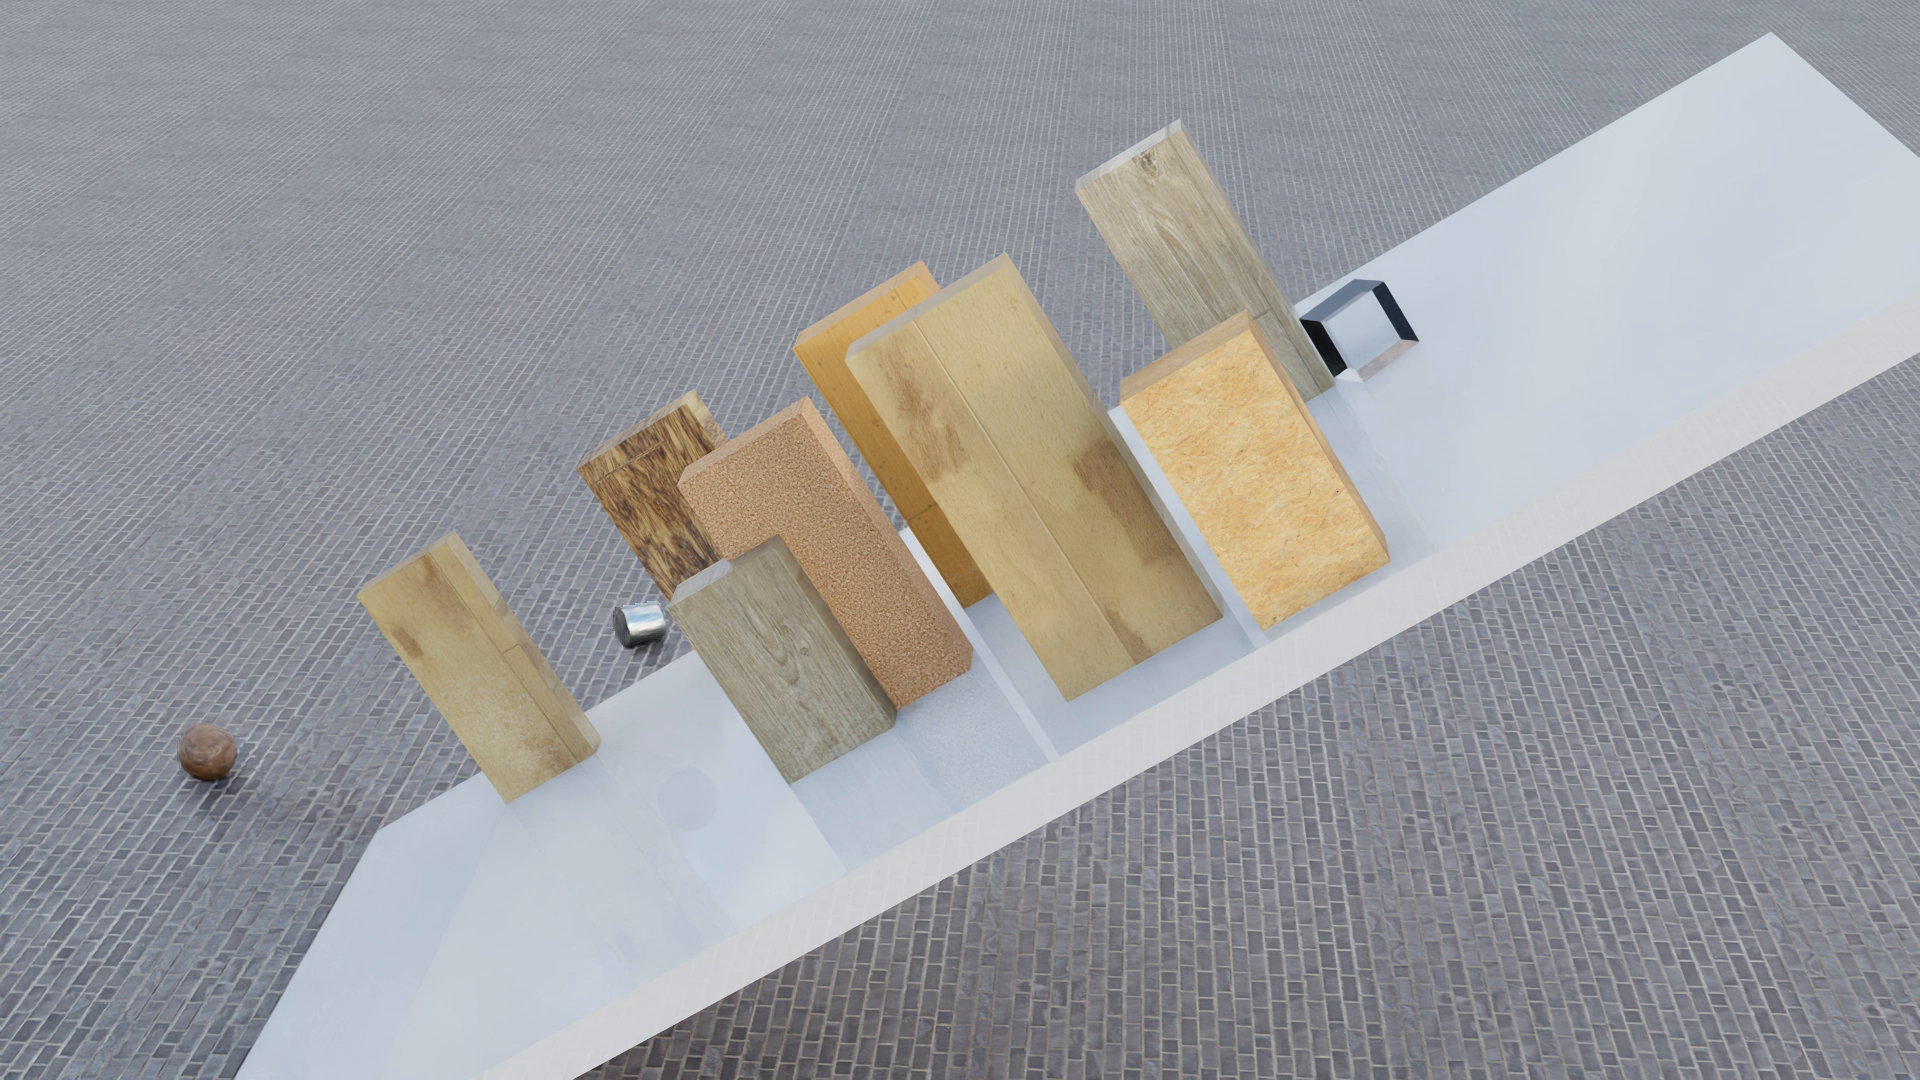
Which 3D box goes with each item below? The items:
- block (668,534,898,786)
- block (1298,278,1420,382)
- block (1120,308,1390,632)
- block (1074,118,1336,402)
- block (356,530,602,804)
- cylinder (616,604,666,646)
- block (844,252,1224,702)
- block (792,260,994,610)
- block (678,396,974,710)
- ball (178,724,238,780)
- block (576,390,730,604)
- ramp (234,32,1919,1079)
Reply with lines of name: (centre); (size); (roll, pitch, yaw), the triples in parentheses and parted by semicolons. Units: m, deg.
block: (-0.358, 0.236, 6.030); (0.259, 0.451, 0.141); (-30, 15, 13)
block: (0.851, -0.448, 6.279); (0.154, 0.154, 0.154); (-36, 15, -9)
block: (0.526, -0.124, 5.248); (0.261, 0.498, 0.141); (-30, 15, 13)
block: (0.527, -0.552, 6.307); (0.259, 0.650, 0.119); (-30, 15, 13)
block: (-1.158, 0.310, 7.104); (0.266, 0.631, 0.089); (-30, 15, 13)
cylinder: (-0.993, 0.264, 9.134); (0.118, 0.118, 0.118); (-10, 22, -25)
block: (0.143, -0.110, 5.447); (0.339, 0.779, 0.114); (-30, 15, 13)
block: (-0.037, -0.225, 6.365); (0.315, 0.688, 0.134); (-30, 15, 13)
block: (-0.272, 0.058, 6.042); (0.300, 0.642, 0.122); (-30, 15, 13)
ball: (-2.087, 0.590, 8.163); (0.157, 0.157, 0.157); (0, 20, 0)
block: (-0.615, -0.022, 7.094); (0.317, 0.601, 0.124); (-30, 15, 13)
ramp: (0.141, 0.169, 6.290); (4.000, 0.100, 2.000); (-30, 15, 13)
